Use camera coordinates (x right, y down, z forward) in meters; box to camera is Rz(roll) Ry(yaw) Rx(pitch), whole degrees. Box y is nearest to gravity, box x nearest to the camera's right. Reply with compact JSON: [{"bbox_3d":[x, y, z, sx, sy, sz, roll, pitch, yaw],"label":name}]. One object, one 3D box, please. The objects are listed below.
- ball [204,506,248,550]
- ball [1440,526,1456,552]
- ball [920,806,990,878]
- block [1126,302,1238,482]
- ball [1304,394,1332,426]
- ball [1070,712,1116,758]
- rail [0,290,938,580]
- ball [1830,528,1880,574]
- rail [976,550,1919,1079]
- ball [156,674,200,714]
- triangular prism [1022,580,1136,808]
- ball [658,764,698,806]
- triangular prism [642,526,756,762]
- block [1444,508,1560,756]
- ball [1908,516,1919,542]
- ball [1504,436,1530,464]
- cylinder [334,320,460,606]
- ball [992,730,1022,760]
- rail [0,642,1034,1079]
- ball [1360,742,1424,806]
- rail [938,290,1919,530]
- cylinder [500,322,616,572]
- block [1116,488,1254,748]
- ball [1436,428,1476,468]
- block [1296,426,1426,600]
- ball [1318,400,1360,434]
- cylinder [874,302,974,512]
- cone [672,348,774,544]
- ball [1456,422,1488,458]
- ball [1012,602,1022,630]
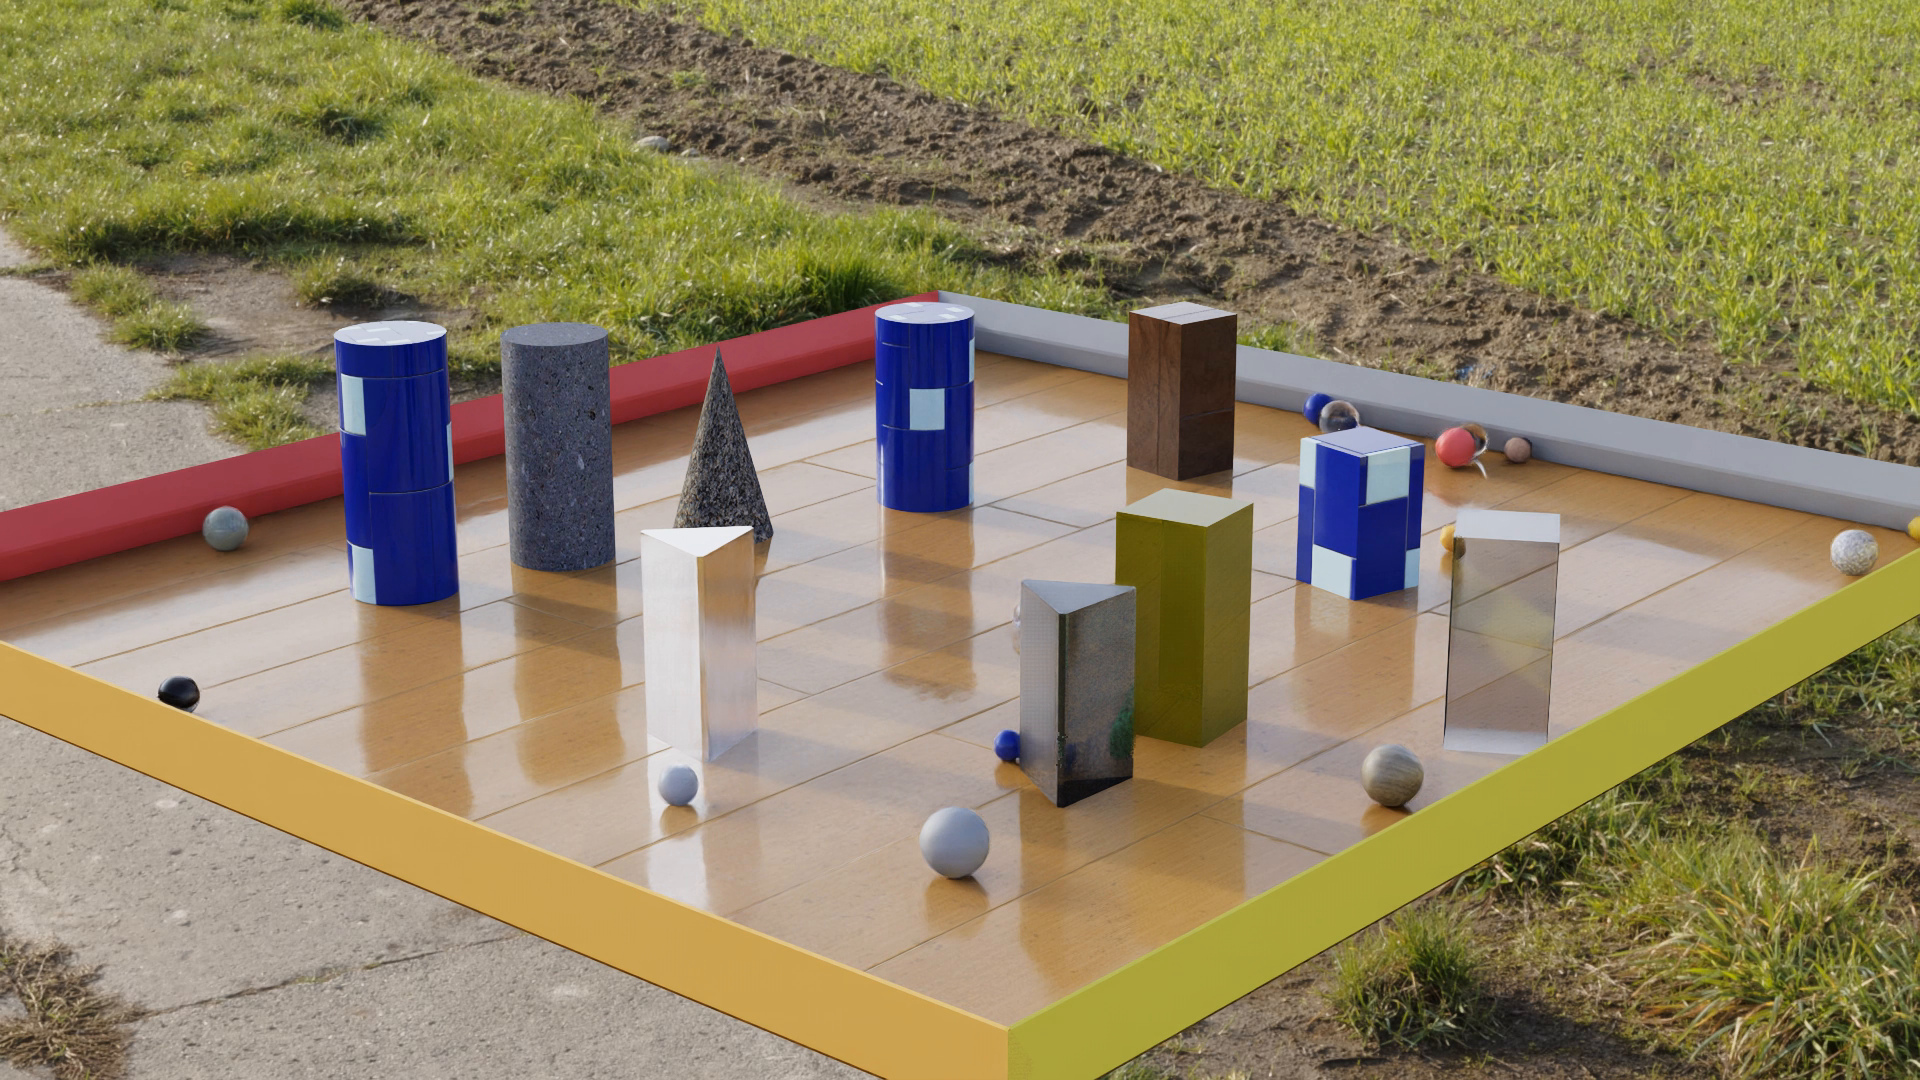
[{"bbox_3d":[-1.344,-0.022,5.372,0.081,0.081,0.081,0,17,0],"label":"ball"},{"bbox_3d":[0.903,-0.002,5.363,0.049,0.049,0.049,0,17,0],"label":"ball"},{"bbox_3d":[-0.007,0.405,3.935,0.095,0.095,0.095,0,17,0],"label":"ball"},{"bbox_3d":[0.444,-0.300,5.882,0.152,0.319,0.152,-13,21,-37],"label":"block"},{"bbox_3d":[0.765,-0.276,6.234,0.070,0.070,0.070,0,17,0],"label":"ball"},{"bbox_3d":[0.198,0.290,4.360,0.069,0.069,0.069,0,17,0],"label":"ball"},{"bbox_3d":[-0.982,-0.216,5.937,0.045,0.124,2.891,14,22,39],"label":"rail"},{"bbox_3d":[1.596,0.021,5.229,0.082,0.082,0.082,0,17,0],"label":"ball"},{"bbox_3d":[0.982,0.278,4.304,0.045,0.124,2.891,14,22,39],"label":"rail"},{"bbox_3d":[-1.208,0.241,4.531,0.065,0.065,0.065,0,17,0],"label":"ball"},{"bbox_3d":[0.144,0.211,4.240,0.143,0.291,0.165,14,22,40],"label":"triangular prism"},{"bbox_3d":[-0.402,0.349,4.184,0.059,0.059,0.059,0,17,0],"label":"ball"},{"bbox_3d":[-0.369,0.146,4.404,0.143,0.320,0.165,-12,21,-35],"label":"triangular prism"},{"bbox_3d":[0.815,0.137,4.410,0.152,0.333,0.152,3,17,11],"label":"block"},{"bbox_3d":[1.778,-0.020,5.422,0.049,0.049,0.049,0,17,0],"label":"ball"},{"bbox_3d":[1.132,-0.183,5.953,0.053,0.053,0.053,0,17,0],"label":"ball"},{"bbox_3d":[-0.975,-0.134,5.086,0.190,0.461,0.190,0,17,0],"label":"cylinder"},{"bbox_3d":[0.072,0.305,4.352,0.047,0.047,0.047,0,17,0],"label":"ball"},{"bbox_3d":[-0.932,0.341,4.093,2.649,0.124,0.045,14,22,39],"label":"rail"},{"bbox_3d":[0.616,0.334,4.180,0.089,0.089,0.089,0,17,0],"label":"ball"},{"bbox_3d":[0.932,-0.279,6.148,2.649,0.124,0.045,14,22,39],"label":"rail"},{"bbox_3d":[-0.723,-0.169,5.285,0.190,0.414,0.190,0,17,0],"label":"cylinder"},{"bbox_3d":[0.338,0.117,4.454,0.152,0.347,0.152,10,20,31],"label":"block"},{"bbox_3d":[1.001,-0.186,5.919,0.080,0.080,0.080,0,17,0],"label":"ball"},{"bbox_3d":[0.703,-0.049,5.155,0.152,0.258,0.152,-12,20,-34],"label":"block"},{"bbox_3d":[0.791,-0.249,6.118,0.086,0.086,0.086,0,17,0],"label":"ball"},{"bbox_3d":[-0.067,-0.257,5.652,0.190,0.370,0.190,0,17,0],"label":"cylinder"},{"bbox_3d":[-0.444,-0.186,5.430,0.190,0.362,0.190,0,17,0],"label":"cone"},{"bbox_3d":[1.039,-0.203,5.985,0.073,0.073,0.073,0,17,0],"label":"ball"},{"bbox_3d":[0.116,0.127,4.926,0.054,0.054,0.054,0,17,0],"label":"ball"}]
